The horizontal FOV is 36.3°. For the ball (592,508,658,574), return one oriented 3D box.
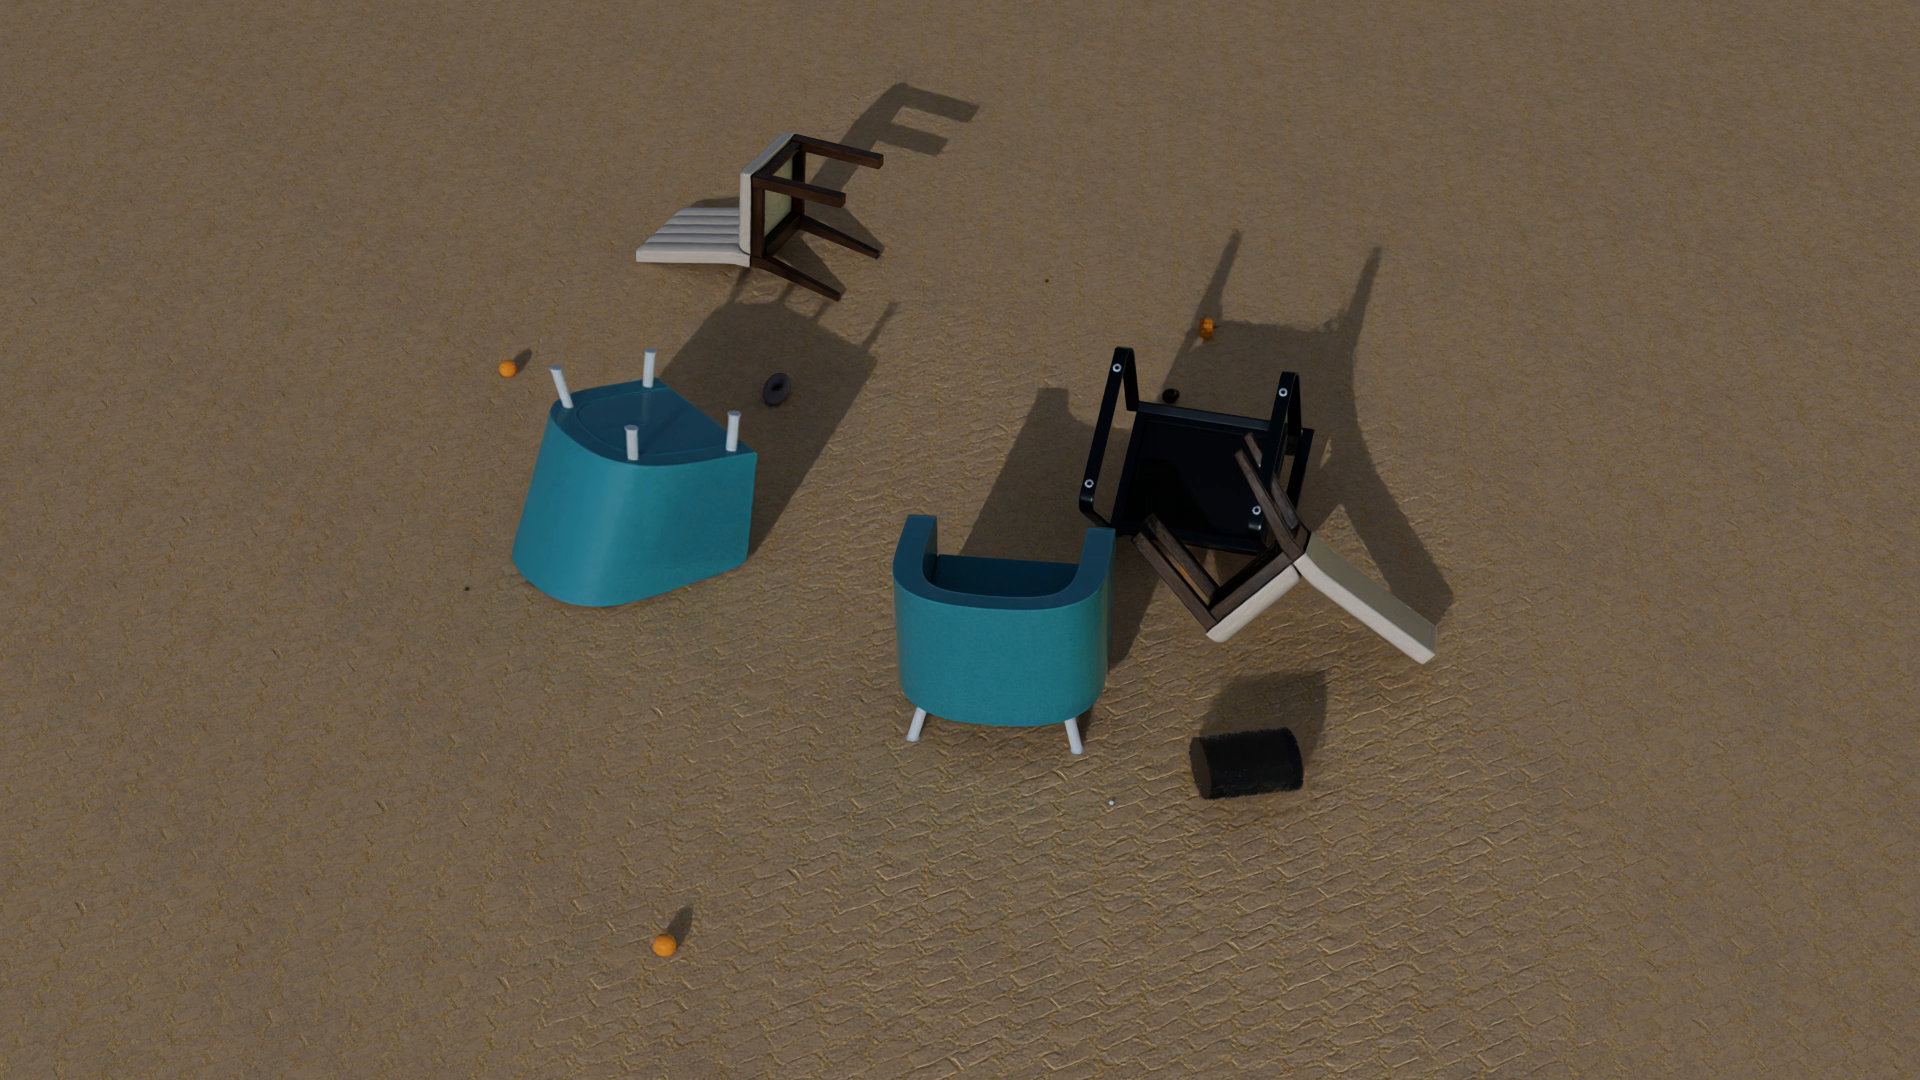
[{"bbox_3d":[-1.225,0.004,10.724,0.236,0.236,0.236,0,33,0],"label":"ball"}]

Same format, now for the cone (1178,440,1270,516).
[{"bbox_3d":[1.065,-0.229,11.175,0.348,0.276,0.320,1,30,-41],"label":"cone"}]

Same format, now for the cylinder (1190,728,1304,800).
[{"bbox_3d":[0.941,0.735,9.647,0.308,0.191,0.289,-5,18,-8],"label":"cylinder"}]

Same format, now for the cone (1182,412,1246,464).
[{"bbox_3d":[0.992,-0.406,11.371,0.239,0.209,0.280,-15,36,-21],"label":"cone"}]

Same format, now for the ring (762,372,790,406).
[{"bbox_3d":[-0.739,-0.609,11.823,0.105,0.051,0.220,6,35,7],"label":"ring"}]
